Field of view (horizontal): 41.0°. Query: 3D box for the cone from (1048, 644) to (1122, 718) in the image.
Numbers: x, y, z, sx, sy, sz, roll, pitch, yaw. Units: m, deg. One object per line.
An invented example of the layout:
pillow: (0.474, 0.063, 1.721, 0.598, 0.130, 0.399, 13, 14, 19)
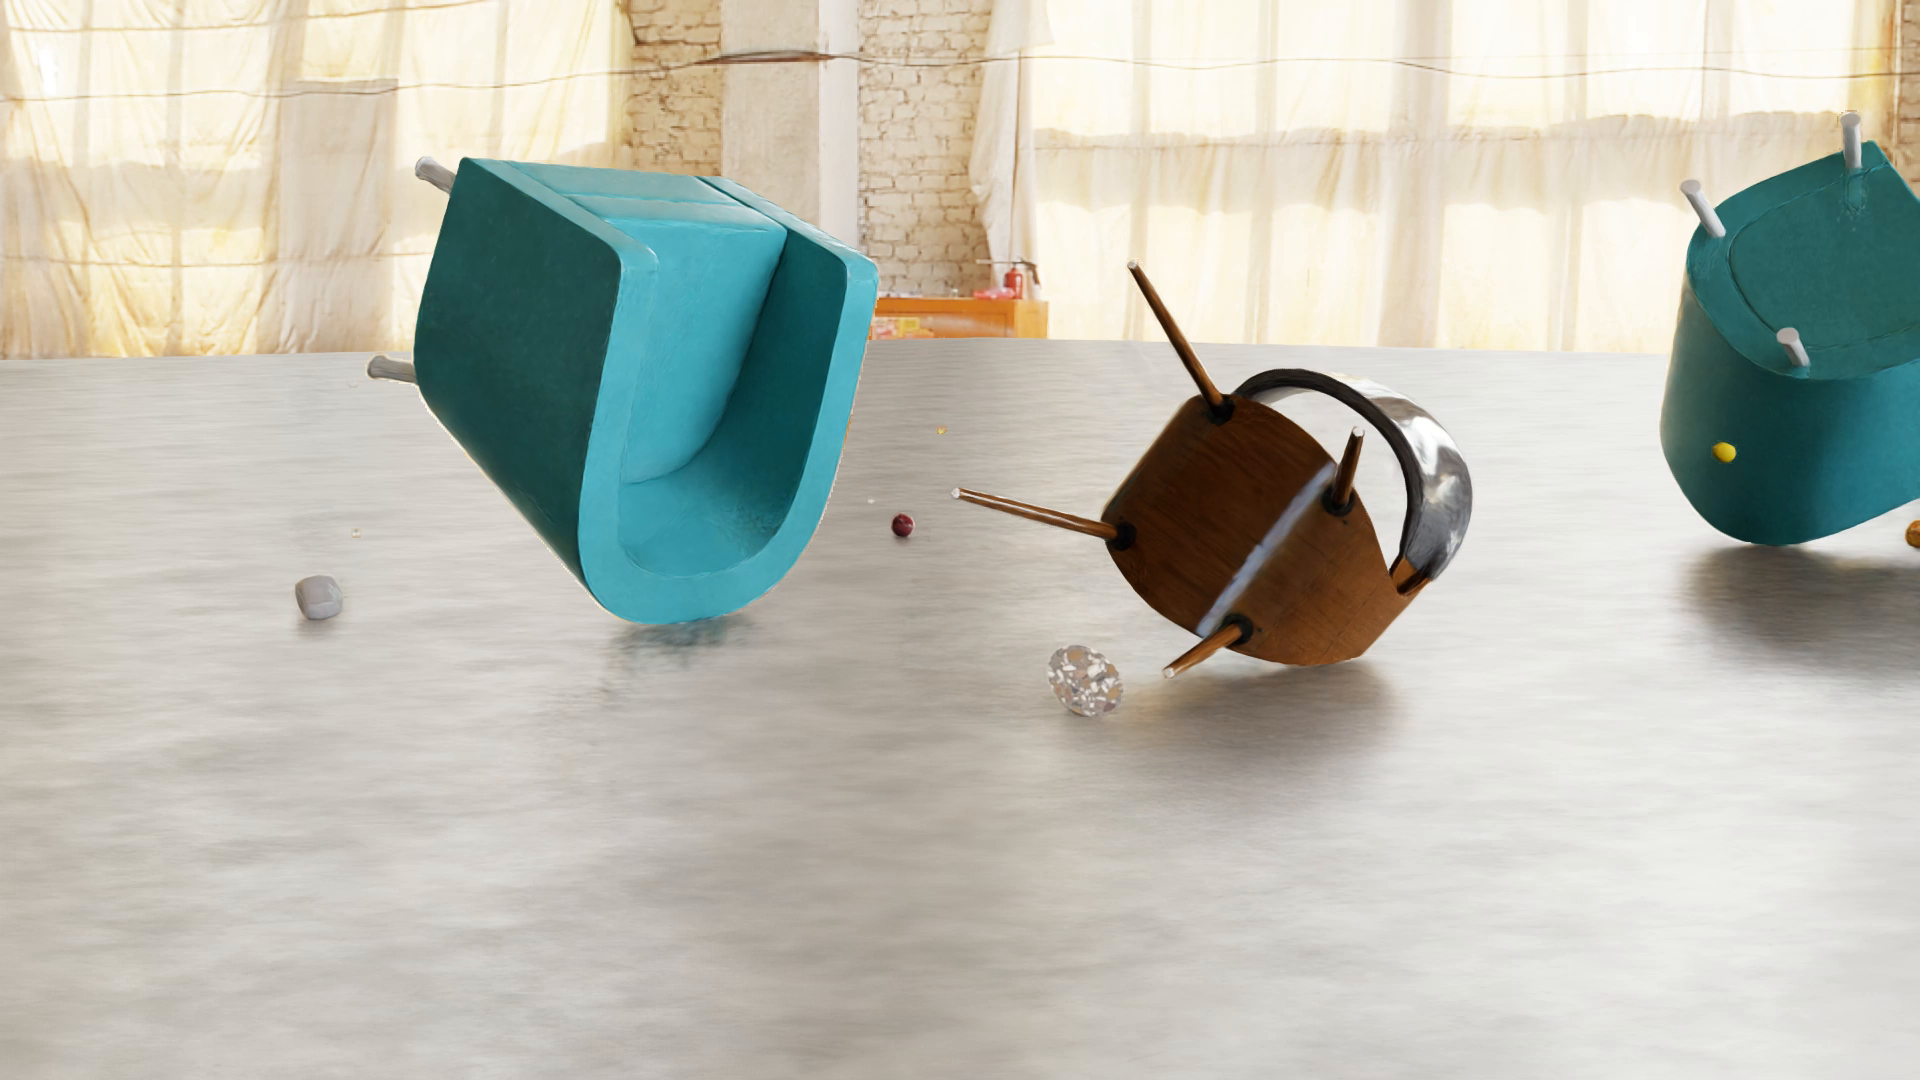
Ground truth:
cone: (0.178, 0.234, 3.901, 0.111, 0.127, 0.085, -32, -17, -30)

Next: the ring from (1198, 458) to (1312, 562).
ring: (0.677, -0.067, 5.887, 0.264, 0.272, 0.092, 22, 40, 3)

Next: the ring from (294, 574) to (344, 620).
ring: (-1.231, 0.109, 4.931, 0.074, 0.083, 0.121, -15, 24, -23)
